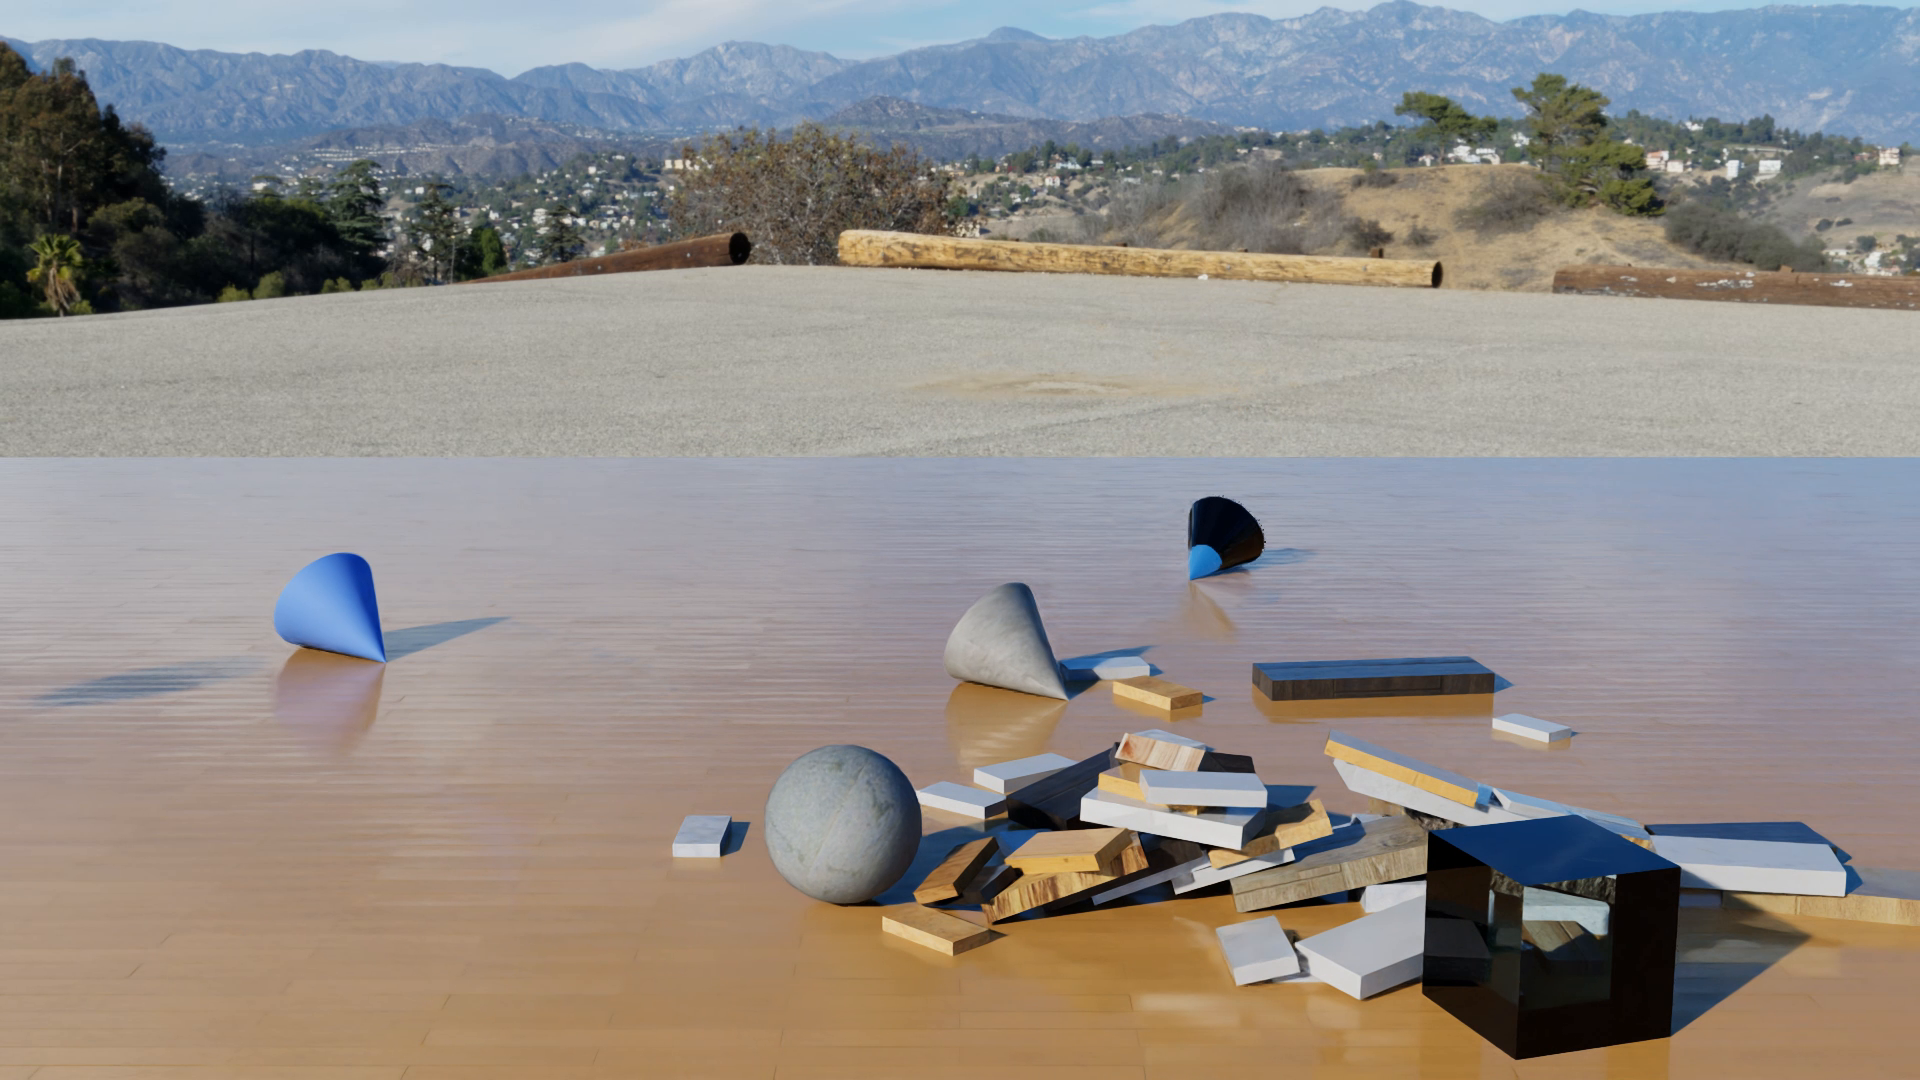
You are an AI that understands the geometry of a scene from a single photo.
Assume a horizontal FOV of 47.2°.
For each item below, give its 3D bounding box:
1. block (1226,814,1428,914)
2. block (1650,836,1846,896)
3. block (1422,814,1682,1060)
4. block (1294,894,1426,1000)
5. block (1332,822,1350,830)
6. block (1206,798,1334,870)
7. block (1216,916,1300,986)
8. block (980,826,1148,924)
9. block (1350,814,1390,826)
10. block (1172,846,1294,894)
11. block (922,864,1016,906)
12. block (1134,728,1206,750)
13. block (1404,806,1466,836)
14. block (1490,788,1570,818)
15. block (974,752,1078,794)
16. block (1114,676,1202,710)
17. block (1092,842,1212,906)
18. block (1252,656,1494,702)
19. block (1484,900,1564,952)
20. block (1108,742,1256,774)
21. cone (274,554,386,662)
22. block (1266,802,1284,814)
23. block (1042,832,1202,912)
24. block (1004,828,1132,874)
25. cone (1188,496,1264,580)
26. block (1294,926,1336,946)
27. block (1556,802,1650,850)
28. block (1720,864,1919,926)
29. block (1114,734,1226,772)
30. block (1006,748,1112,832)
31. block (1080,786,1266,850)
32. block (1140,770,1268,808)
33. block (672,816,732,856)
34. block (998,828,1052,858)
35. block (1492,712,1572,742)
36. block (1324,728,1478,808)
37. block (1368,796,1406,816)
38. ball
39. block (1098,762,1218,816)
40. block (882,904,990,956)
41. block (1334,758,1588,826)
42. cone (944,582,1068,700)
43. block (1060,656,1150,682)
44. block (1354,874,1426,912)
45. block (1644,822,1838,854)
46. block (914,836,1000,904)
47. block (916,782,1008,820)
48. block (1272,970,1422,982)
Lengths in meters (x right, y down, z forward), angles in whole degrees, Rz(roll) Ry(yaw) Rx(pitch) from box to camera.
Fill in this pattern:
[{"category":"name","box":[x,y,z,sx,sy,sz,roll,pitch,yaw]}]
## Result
[{"category":"block","box":[0.609,0.534,3.647,0.332,0.047,0.166,-12,10,2]},{"category":"block","box":[1.292,0.535,3.619,0.285,0.040,0.143,2,11,10]},{"category":"block","box":[0.839,0.560,3.143,0.250,0.250,0.250,-3,11,-18]},{"category":"block","box":[0.659,0.612,3.328,0.293,0.038,0.134,-11,20,-35]},{"category":"block","box":[0.743,0.525,3.959,0.153,0.022,0.077,-8,13,-35]},{"category":"block","box":[0.506,0.484,3.627,0.203,0.029,0.102,-17,10,4]},{"category":"block","box":[0.450,0.623,3.343,0.095,0.027,0.191,-12,8,0]},{"category":"block","box":[0.165,0.536,3.569,0.273,0.039,0.136,-20,11,3]},{"category":"block","box":[0.852,0.525,3.838,0.303,0.043,0.152,3,10,-10]},{"category":"block","box":[0.448,0.529,3.650,0.203,0.029,0.102,-17,10,4]},{"category":"block","box":[0.010,0.562,3.572,0.159,0.023,0.080,-14,15,48]},{"category":"block","box":[0.427,0.420,4.528,0.074,0.021,0.148,-8,13,-38]},{"category":"block","box":[0.923,0.497,3.655,0.332,0.047,0.166,16,10,-10]},{"category":"block","box":[0.933,0.435,3.589,0.120,0.017,0.060,14,11,-18]},{"category":"block","box":[0.133,0.457,4.313,0.193,0.027,0.096,-8,13,-35]},{"category":"block","box":[0.443,0.342,4.931,0.096,0.027,0.193,-8,13,-36]},{"category":"block","box":[0.312,0.543,3.652,0.203,0.029,0.102,-20,10,5]},{"category":"block","box":[0.941,0.315,5.020,0.517,0.047,0.166,-1,11,-8]},{"category":"block","box":[0.895,0.611,3.491,0.085,0.024,0.169,0,11,1]},{"category":"block","box":[0.414,0.445,4.019,0.268,0.038,0.134,7,42,-14]},{"category":"cone","box":[-1.467,0.220,5.329,0.272,0.272,0.272,38,31,29]},{"category":"block","box":[0.552,0.500,3.792,0.022,0.077,0.153,-14,-25,43]},{"category":"block","box":[0.258,0.530,3.635,0.273,0.039,0.136,-20,11,2]},{"category":"block","box":[0.174,0.501,3.545,0.191,0.027,0.095,-11,14,43]},{"category":"cone","box":[0.710,0.044,6.309,0.243,0.243,0.243,7,39,34]},{"category":"block","box":[0.605,0.626,3.408,0.169,0.024,0.085,1,11,5]},{"category":"block","box":[1.050,0.499,3.858,0.303,0.043,0.152,12,8,0]},{"category":"block","box":[1.571,0.585,3.581,0.629,0.043,0.152,3,11,17]},{"category":"block","box":[0.420,0.442,3.802,0.166,0.047,0.331,9,-24,40]},{"category":"block","box":[0.266,0.460,4.075,0.331,0.047,0.166,-20,22,-35]},{"category":"block","box":[0.350,0.446,3.604,0.273,0.039,0.136,8,12,23]},{"category":"block","box":[0.391,0.400,3.541,0.191,0.027,0.095,2,11,-4]},{"category":"block","box":[-0.460,0.529,3.934,0.082,0.023,0.165,0,11,1]},{"category":"block","box":[0.135,0.547,3.824,0.095,0.027,0.197,-2,11,-12]},{"category":"block","box":[1.209,0.397,4.651,0.074,0.021,0.148,-8,13,-36]},{"category":"block","box":[0.712,0.367,3.551,0.248,0.024,0.085,20,11,9]},{"category":"block","box":[0.812,0.466,3.870,0.134,0.038,0.268,2,-5,-1]},{"category":"ball","box":[-0.193,0.466,3.619,0.261,0.261,0.261,0,11,0]},{"category":"block","box":[0.334,0.409,3.623,0.191,0.027,0.095,11,13,36]},{"category":"block","box":[-0.039,0.615,3.471,0.080,0.023,0.159,-10,15,-44]},{"category":"block","box":[0.835,0.431,3.606,0.432,0.040,0.143,17,11,-4]},{"category":"cone","box":[0.155,0.284,4.981,0.272,0.272,0.272,-11,42,-46]},{"category":"block","box":[0.338,0.301,5.149,0.193,0.027,0.096,-2,11,-10]},{"category":"block","box":[0.827,0.568,3.657,0.332,0.047,0.166,0,11,0]},{"category":"block","box":[1.362,0.536,3.846,0.285,0.040,0.143,-1,11,-4]},{"category":"block","box":[-0.005,0.539,3.593,0.080,0.023,0.159,-19,12,32]},{"category":"block","box":[0.007,0.490,4.145,0.165,0.023,0.082,8,13,38]},{"category":"block","box":[0.626,0.647,3.317,0.320,0.017,0.060,0,11,-2]}]
